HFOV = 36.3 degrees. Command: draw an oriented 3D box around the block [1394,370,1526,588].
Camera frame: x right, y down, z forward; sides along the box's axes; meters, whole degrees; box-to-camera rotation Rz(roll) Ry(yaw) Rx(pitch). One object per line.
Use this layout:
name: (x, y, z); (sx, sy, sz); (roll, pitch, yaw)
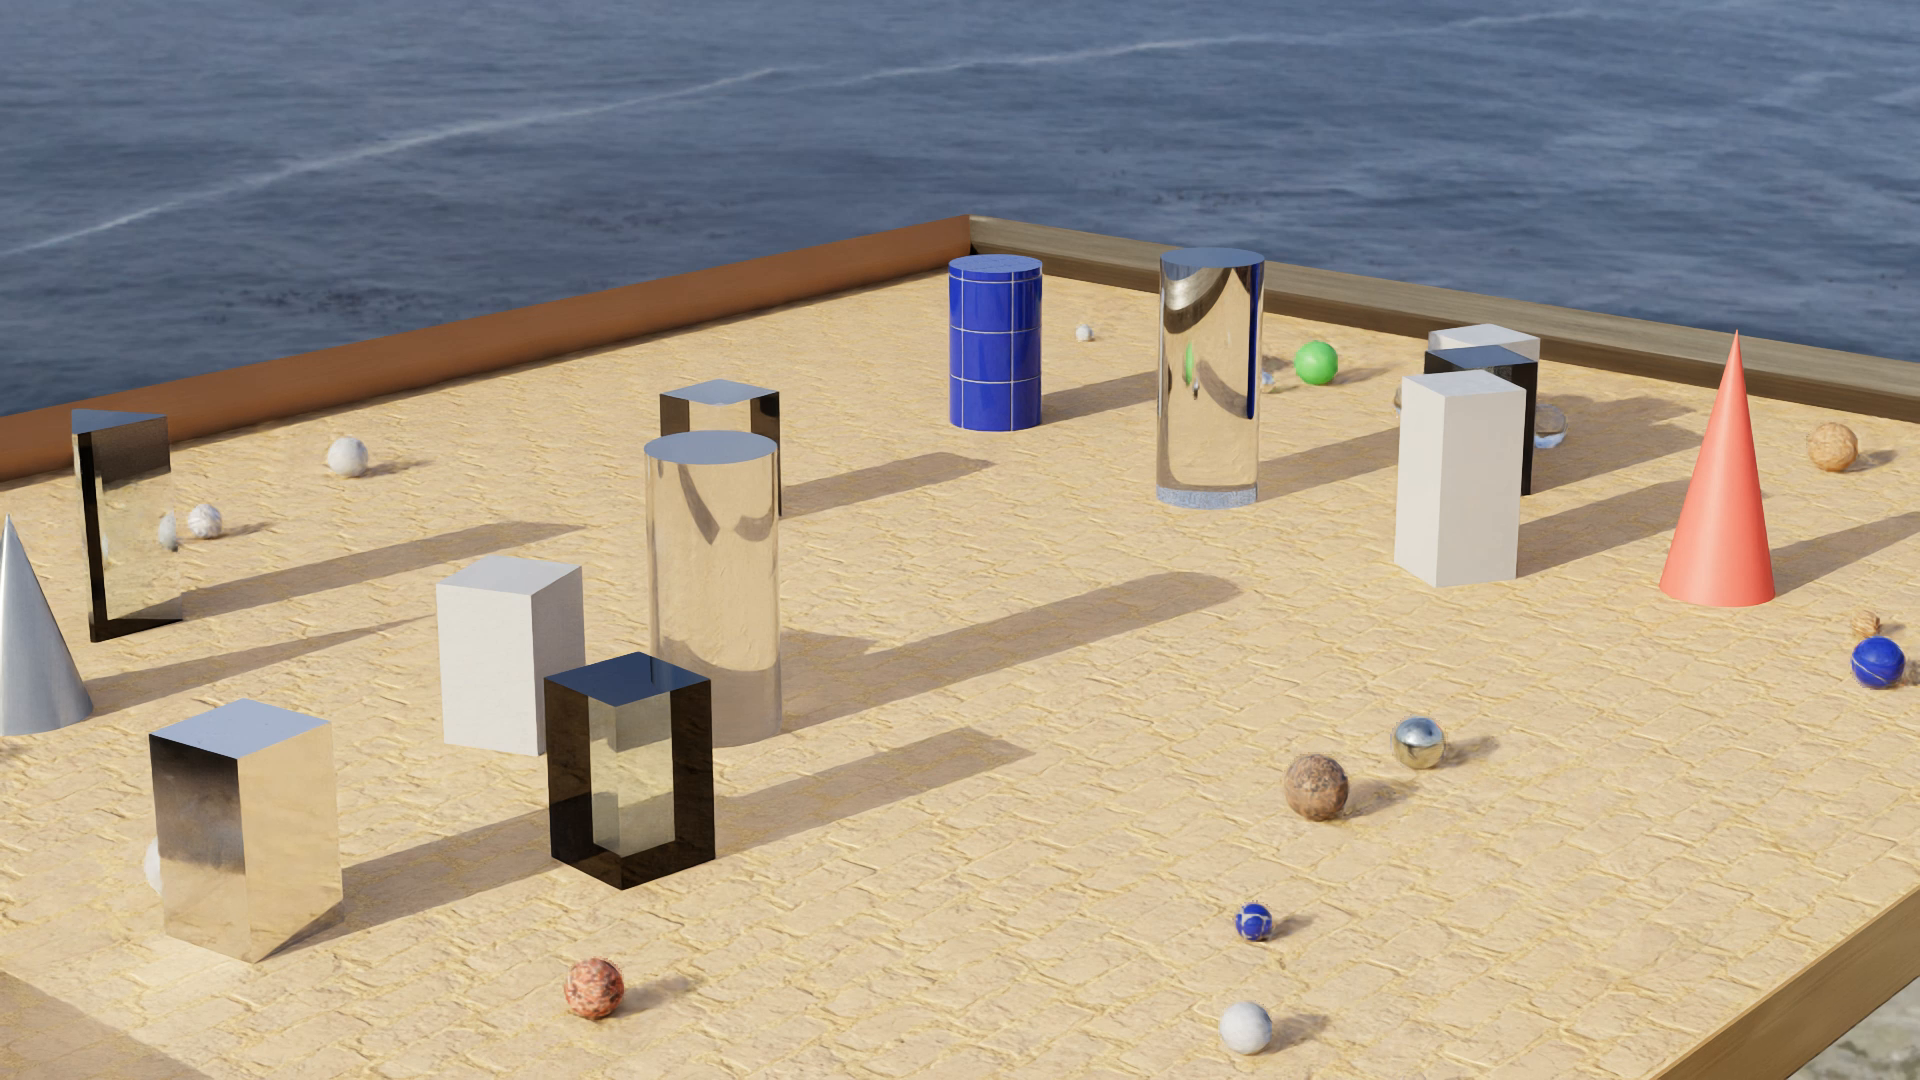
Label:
block: (0.889, -0.111, 5.221); (0.160, 0.348, 0.160); (-6, 18, -18)

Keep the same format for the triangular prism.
triangular prism: (-1.439, -0.034, 4.943); (0.150, 0.360, 0.173); (16, 23, 42)

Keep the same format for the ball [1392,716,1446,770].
ball: (0.677, 0.299, 4.326); (0.079, 0.079, 0.079); (0, 17, 0)

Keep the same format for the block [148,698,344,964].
block: (-0.911, 0.369, 3.750); (0.160, 0.276, 0.160); (11, 20, 32)

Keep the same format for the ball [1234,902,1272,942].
ball: (0.376, 0.489, 3.749); (0.049, 0.049, 0.049); (0, 17, 0)

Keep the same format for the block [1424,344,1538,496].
block: (1.016, -0.230, 5.755); (0.160, 0.268, 0.160); (-6, 18, -19)

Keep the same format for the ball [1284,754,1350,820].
ball: (0.503, 0.349, 4.137); (0.093, 0.093, 0.093); (0, 17, 0)

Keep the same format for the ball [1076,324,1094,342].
ball: (0.299, -0.496, 7.030); (0.042, 0.042, 0.042); (0, 17, 0)

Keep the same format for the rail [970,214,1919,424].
rail: (1.460, -0.452, 6.729); (3.842, 0.130, 0.045); (14, 22, 39)

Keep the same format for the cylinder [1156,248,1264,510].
cylinder: (0.483, -0.314, 5.675); (0.199, 0.474, 0.199); (0, 17, 0)

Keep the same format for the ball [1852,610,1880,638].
ball: (1.516, 0.142, 4.905); (0.046, 0.046, 0.046); (0, 17, 0)

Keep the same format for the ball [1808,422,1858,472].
ball: (1.757, -0.186, 5.903); (0.099, 0.099, 0.099); (0, 17, 0)

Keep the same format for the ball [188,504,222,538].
ball: (-1.405, -0.034, 5.460); (0.064, 0.064, 0.064); (0, 17, 0)

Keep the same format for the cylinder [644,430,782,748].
cylinder: (-0.373, 0.073, 4.447); (0.199, 0.442, 0.199); (0, 17, 0)

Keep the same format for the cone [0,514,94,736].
cone: (-1.451, 0.113, 4.514); (0.199, 0.326, 0.199); (0, 17, 0)

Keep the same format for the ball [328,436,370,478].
ball: (-1.223, -0.165, 5.865); (0.082, 0.082, 0.082); (0, 17, 0)

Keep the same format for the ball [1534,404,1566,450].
ball: (1.205, -0.234, 6.052); (0.093, 0.093, 0.093); (0, 17, 0)

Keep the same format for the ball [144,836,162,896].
ball: (-1.024, 0.427, 3.866); (0.100, 0.100, 0.100); (0, 17, 0)

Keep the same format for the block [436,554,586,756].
block: (-0.677, 0.173, 4.443); (0.160, 0.253, 0.160); (6, 18, 20)

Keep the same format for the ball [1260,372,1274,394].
ball: (0.677, -0.349, 6.529); (0.049, 0.049, 0.049); (0, 17, 0)

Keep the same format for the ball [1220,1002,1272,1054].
ball: (0.336, 0.574, 3.445); (0.061, 0.061, 0.061); (0, 17, 0)

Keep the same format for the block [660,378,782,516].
block: (-0.454, -0.161, 5.563); (0.160, 0.246, 0.160); (14, 22, 38)

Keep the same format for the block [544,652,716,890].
block: (-0.447, 0.310, 3.974); (0.160, 0.260, 0.160); (-15, 22, -41)

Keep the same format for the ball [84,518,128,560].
ball: (-1.554, -0.003, 5.335); (0.076, 0.076, 0.076); (0, 17, 0)

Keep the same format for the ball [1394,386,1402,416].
ball: (0.975, -0.297, 6.285); (0.090, 0.090, 0.090); (0, 17, 0)

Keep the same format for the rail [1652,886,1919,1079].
rail: (1.433, 0.391, 3.929); (0.045, 0.130, 4.500); (14, 22, 39)

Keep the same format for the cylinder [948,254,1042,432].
cylinder: (0.076, -0.422, 6.260); (0.199, 0.343, 0.199); (0, 17, 0)

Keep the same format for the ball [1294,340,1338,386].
ball: (0.803, -0.399, 6.607); (0.100, 0.100, 0.100); (0, 17, 0)

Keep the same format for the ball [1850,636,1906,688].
ball: (1.461, 0.194, 4.665); (0.084, 0.084, 0.084); (0, 17, 0)

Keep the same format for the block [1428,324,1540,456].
block: (1.069, -0.299, 6.015); (0.160, 0.249, 0.160); (-9, 19, -28)

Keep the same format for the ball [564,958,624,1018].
ball: (-0.442, 0.541, 3.537); (0.071, 0.071, 0.071); (0, 17, 0)

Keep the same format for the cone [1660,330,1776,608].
cone: (1.333, -0.138, 5.098); (0.199, 0.470, 0.199); (0, 17, 0)

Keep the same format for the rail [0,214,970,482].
rail: (-1.433, -0.326, 6.311); (0.045, 0.130, 4.500); (14, 22, 39)
